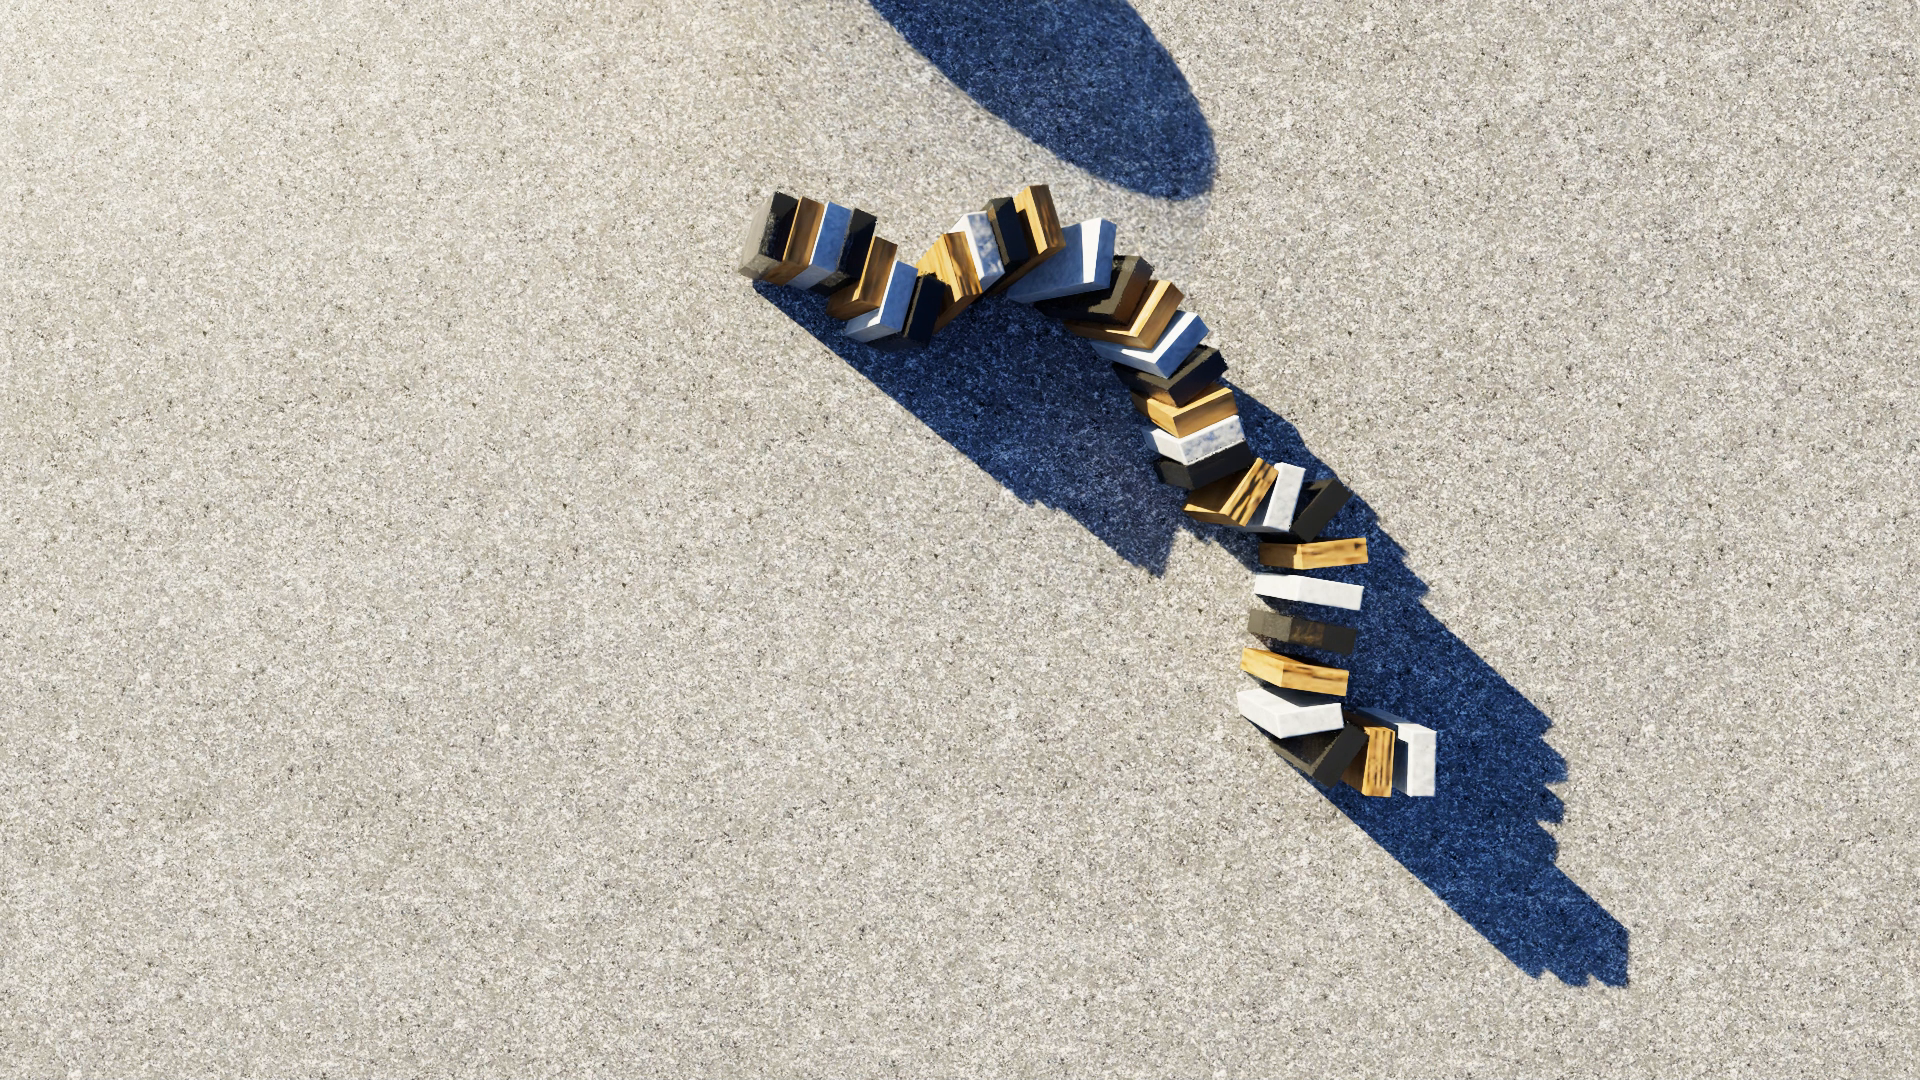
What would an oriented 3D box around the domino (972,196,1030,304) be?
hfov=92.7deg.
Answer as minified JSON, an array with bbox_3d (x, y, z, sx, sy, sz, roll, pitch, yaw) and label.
[{"bbox_3d":[0.010,-0.117,0.375,0.009,0.050,0.025,-17,90,-24],"label":"domino"}]

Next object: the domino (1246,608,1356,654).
[{"bbox_3d":[0.138,0.037,0.375,0.025,0.050,0.010,11,90,0],"label":"domino"}]

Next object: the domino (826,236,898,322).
[{"bbox_3d":[-0.041,-0.106,0.375,0.009,0.050,0.025,16,90,-24],"label":"domino"}]

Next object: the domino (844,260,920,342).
[{"bbox_3d":[-0.033,-0.097,0.375,0.010,0.050,0.025,16,90,-24],"label":"domino"}]

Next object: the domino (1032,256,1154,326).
[{"bbox_3d":[0.054,-0.104,0.378,0.010,0.050,0.025,25,90,-38],"label":"domino"}]

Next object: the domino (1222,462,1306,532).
[{"bbox_3d":[0.123,-0.016,0.375,0.010,0.050,0.025,15,90,-2],"label":"domino"}]

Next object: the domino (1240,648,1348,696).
[{"bbox_3d":[0.136,0.053,0.375,0.025,0.050,0.009,8,90,0],"label":"domino"}]

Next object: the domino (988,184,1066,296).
[{"bbox_3d":[0.022,-0.122,0.376,0.010,0.050,0.025,-16,90,-31],"label":"domino"}]

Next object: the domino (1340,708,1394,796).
[{"bbox_3d":[0.161,0.085,0.375,0.009,0.050,0.025,4,90,0],"label":"domino"}]

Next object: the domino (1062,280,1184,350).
[{"bbox_3d":[0.066,-0.095,0.377,0.009,0.050,0.025,32,90,-35],"label":"domino"}]

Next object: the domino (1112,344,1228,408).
[{"bbox_3d":[0.085,-0.071,0.376,0.025,0.050,0.009,-38,117,0],"label":"domino"}]

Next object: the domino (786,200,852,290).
[{"bbox_3d":[-0.059,-0.119,0.375,0.010,0.050,0.025,16,90,-24],"label":"domino"}]

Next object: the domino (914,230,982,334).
[{"bbox_3d":[-0.008,-0.103,0.375,0.010,0.050,0.025,-17,90,-23],"label":"domino"}]

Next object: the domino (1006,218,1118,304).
[{"bbox_3d":[0.041,-0.114,0.378,0.010,0.050,0.025,7,90,-40],"label":"domino"}]

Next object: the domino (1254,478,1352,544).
[{"bbox_3d":[0.138,-0.011,0.375,0.010,0.050,0.025,42,90,-1],"label":"domino"}]

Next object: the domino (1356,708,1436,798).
[{"bbox_3d":[0.177,0.086,0.375,0.009,0.050,0.025,1,90,0],"label":"domino"}]

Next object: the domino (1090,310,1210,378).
[{"bbox_3d":[0.076,-0.083,0.376,0.025,0.050,0.010,-49,121,0],"label":"domino"}]

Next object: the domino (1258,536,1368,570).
[{"bbox_3d":[0.143,0.005,0.375,0.025,0.050,0.010,-6,91,0],"label":"domino"}]

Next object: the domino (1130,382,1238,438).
[{"bbox_3d":[0.090,-0.057,0.375,0.025,0.050,0.009,-24,113,0],"label":"domino"}]

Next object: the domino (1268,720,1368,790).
[{"bbox_3d":[0.145,0.083,0.375,0.009,0.050,0.025,35,90,0],"label":"domino"}]

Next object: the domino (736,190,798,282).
[{"bbox_3d":[-0.079,-0.123,0.375,0.009,0.050,0.025,16,90,-24],"label":"domino"}]

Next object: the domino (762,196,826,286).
[{"bbox_3d":[-0.069,-0.121,0.375,0.010,0.050,0.025,16,90,-24],"label":"domino"}]

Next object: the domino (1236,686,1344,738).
[{"bbox_3d":[0.134,0.069,0.375,0.025,0.050,0.010,-9,90,0],"label":"domino"}]

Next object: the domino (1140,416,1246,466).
[{"bbox_3d":[0.094,-0.044,0.375,0.025,0.050,0.010,-24,104,0],"label":"domino"}]

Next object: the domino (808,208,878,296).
[{"bbox_3d":[-0.049,-0.117,0.375,0.009,0.050,0.025,16,90,-24],"label":"domino"}]

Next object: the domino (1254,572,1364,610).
[{"bbox_3d":[0.141,0.021,0.375,0.025,0.050,0.009,9,90,0],"label":"domino"}]

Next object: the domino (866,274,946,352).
[{"bbox_3d":[-0.023,-0.092,0.375,0.010,0.050,0.025,16,91,-25],"label":"domino"}]

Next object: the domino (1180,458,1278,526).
[{"bbox_3d":[0.109,-0.020,0.375,0.010,0.050,0.025,32,90,-7],"label":"domino"}]

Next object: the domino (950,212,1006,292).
[{"bbox_3d":[0.000,-0.111,0.375,0.010,0.050,0.025,-17,90,-24],"label":"domino"}]

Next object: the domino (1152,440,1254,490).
[{"bbox_3d":[0.098,-0.032,0.375,0.025,0.050,0.010,-24,98,0],"label":"domino"}]
